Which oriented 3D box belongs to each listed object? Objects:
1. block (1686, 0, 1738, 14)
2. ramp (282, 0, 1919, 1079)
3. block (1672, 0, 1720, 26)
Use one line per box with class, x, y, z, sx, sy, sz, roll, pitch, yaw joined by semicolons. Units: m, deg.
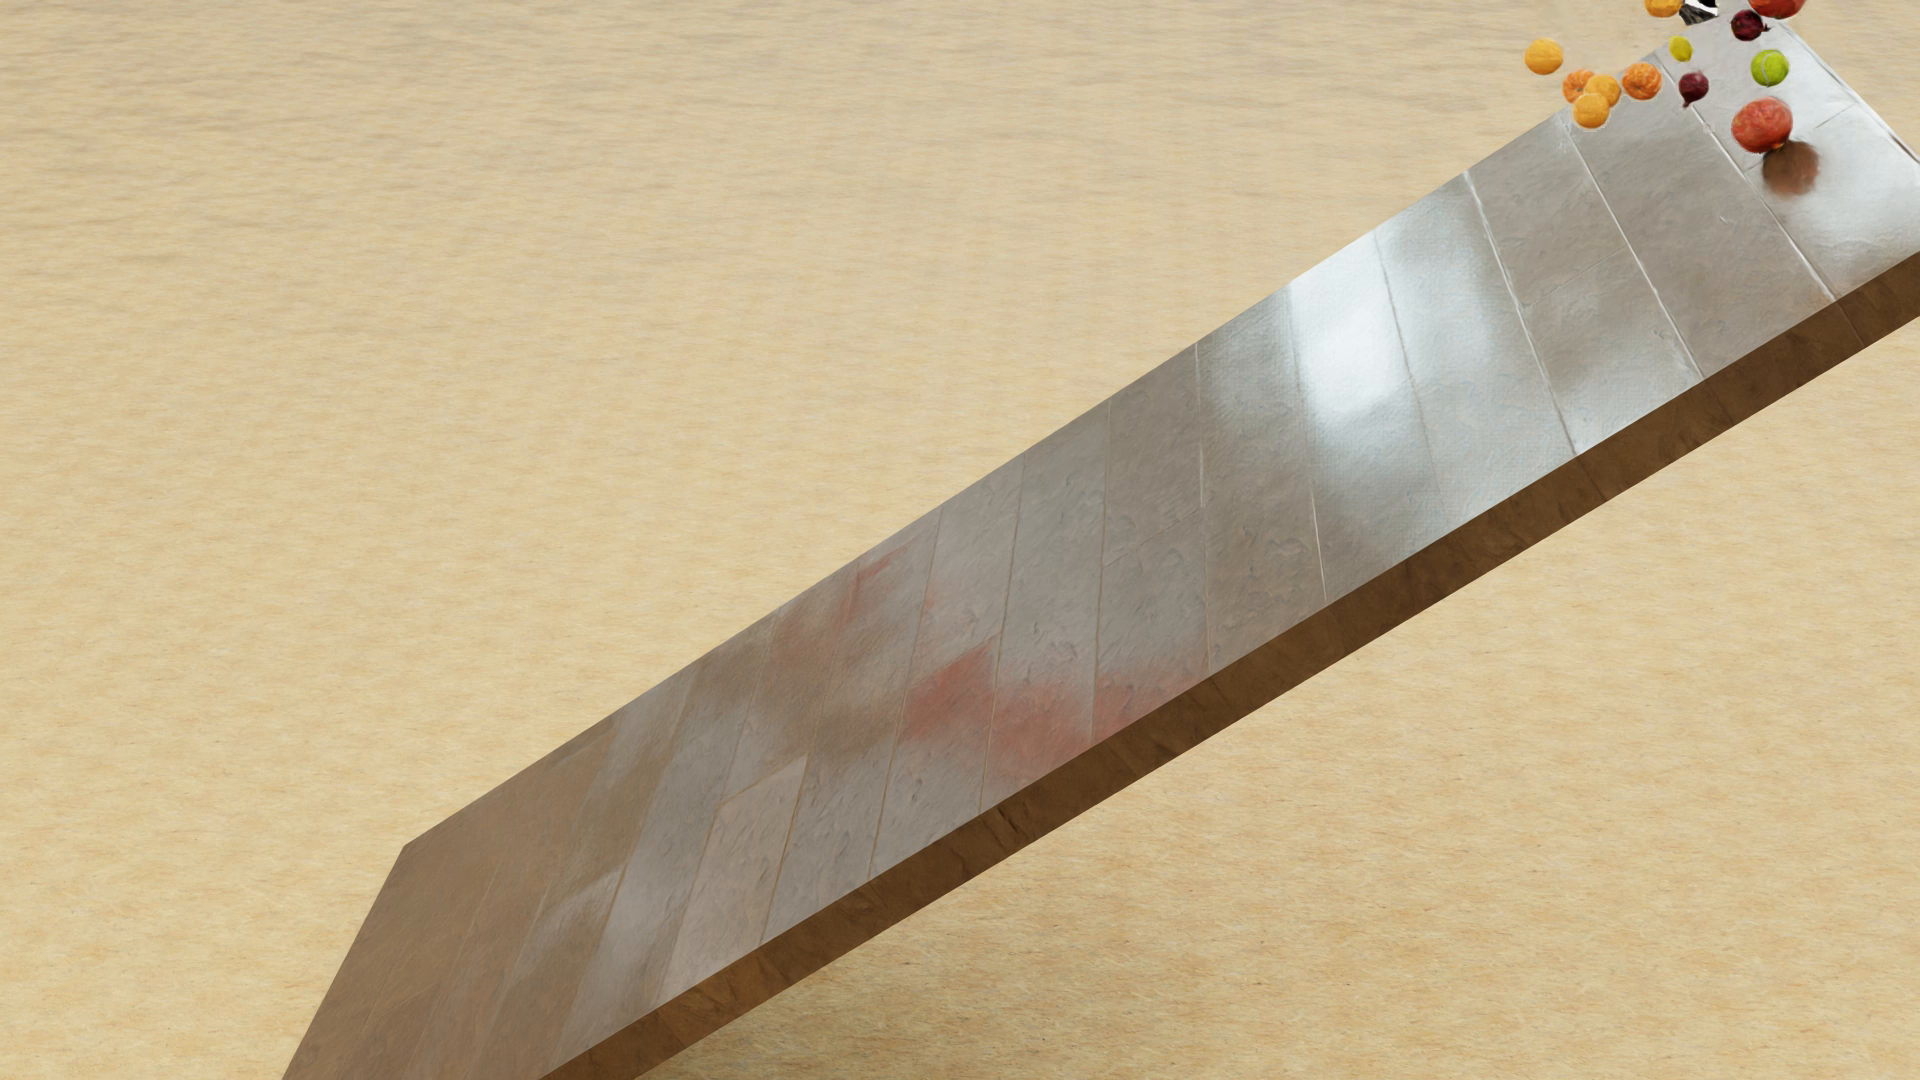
block;1.398;-1.038;5.448;0.082;0.082;0.082;-33;40;-17
ramp;0.136;0.174;6.305;4.000;0.100;2.000;-32;16;15
block;1.429;-1.049;5.681;0.069;0.069;0.069;-12;37;46
